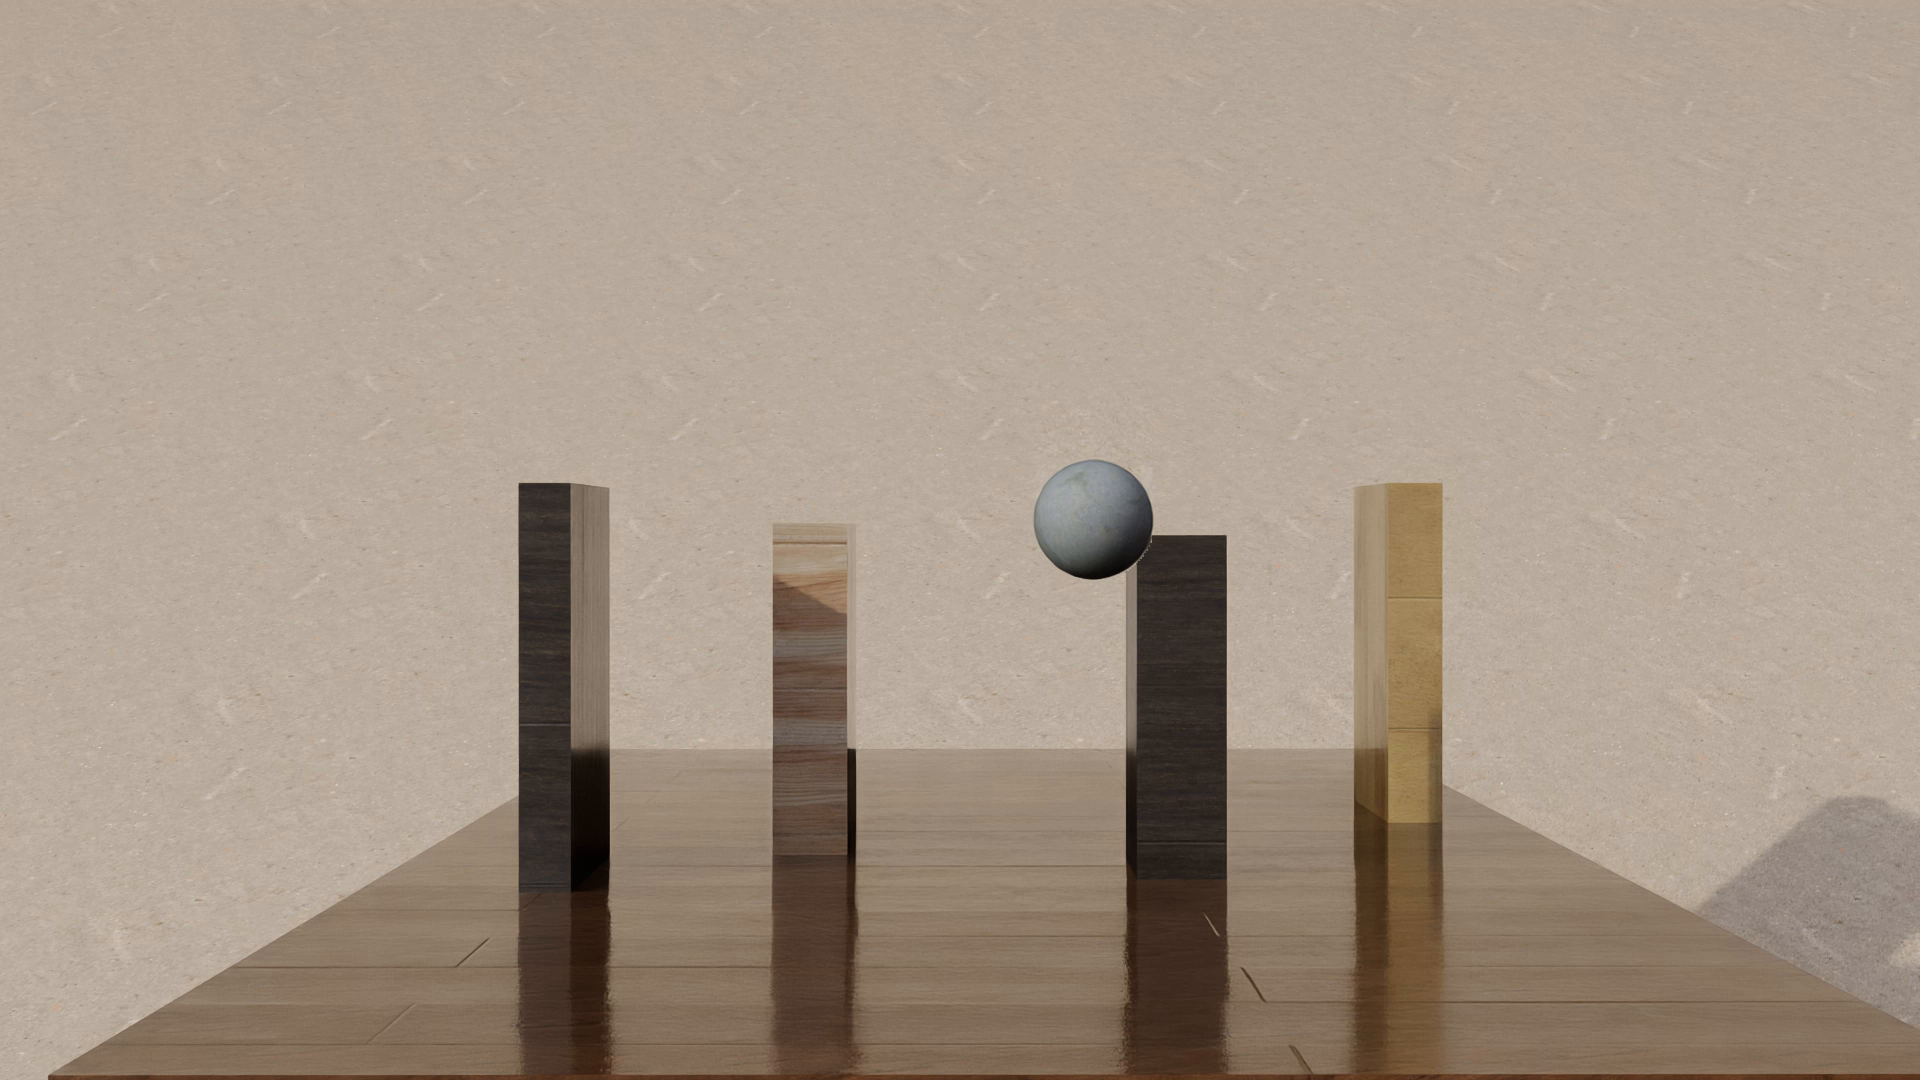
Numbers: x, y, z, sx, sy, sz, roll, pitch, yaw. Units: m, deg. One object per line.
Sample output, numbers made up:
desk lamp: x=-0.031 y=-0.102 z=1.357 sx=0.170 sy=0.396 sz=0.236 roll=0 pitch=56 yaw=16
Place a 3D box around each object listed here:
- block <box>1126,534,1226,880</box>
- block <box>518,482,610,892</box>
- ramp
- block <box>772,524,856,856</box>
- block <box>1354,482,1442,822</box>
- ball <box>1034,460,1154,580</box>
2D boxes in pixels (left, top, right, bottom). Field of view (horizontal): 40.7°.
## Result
block: x=0.354 y=0.267 z=4.266 sx=0.144 sy=0.550 sz=0.266 roll=0 pitch=0 yaw=0
block: x=-0.640 y=0.227 z=4.206 sx=0.081 sy=0.631 sz=0.445 roll=0 pitch=0 yaw=0
ramp: x=0.066 y=0.591 z=4.644 sx=2.000 sy=0.100 sz=4.000 roll=0 pitch=0 yaw=0
block: x=-0.258 y=0.256 z=4.646 sx=0.128 sy=0.571 sz=0.393 roll=0 pitch=0 yaw=0
block: x=0.870 y=0.215 z=5.154 sx=0.103 sy=0.649 sz=0.429 roll=0 pitch=0 yaw=0
ball: x=0.150 y=-0.023 z=2.913 sx=0.135 sy=0.135 sz=0.135 roll=0 pitch=30 yaw=0
